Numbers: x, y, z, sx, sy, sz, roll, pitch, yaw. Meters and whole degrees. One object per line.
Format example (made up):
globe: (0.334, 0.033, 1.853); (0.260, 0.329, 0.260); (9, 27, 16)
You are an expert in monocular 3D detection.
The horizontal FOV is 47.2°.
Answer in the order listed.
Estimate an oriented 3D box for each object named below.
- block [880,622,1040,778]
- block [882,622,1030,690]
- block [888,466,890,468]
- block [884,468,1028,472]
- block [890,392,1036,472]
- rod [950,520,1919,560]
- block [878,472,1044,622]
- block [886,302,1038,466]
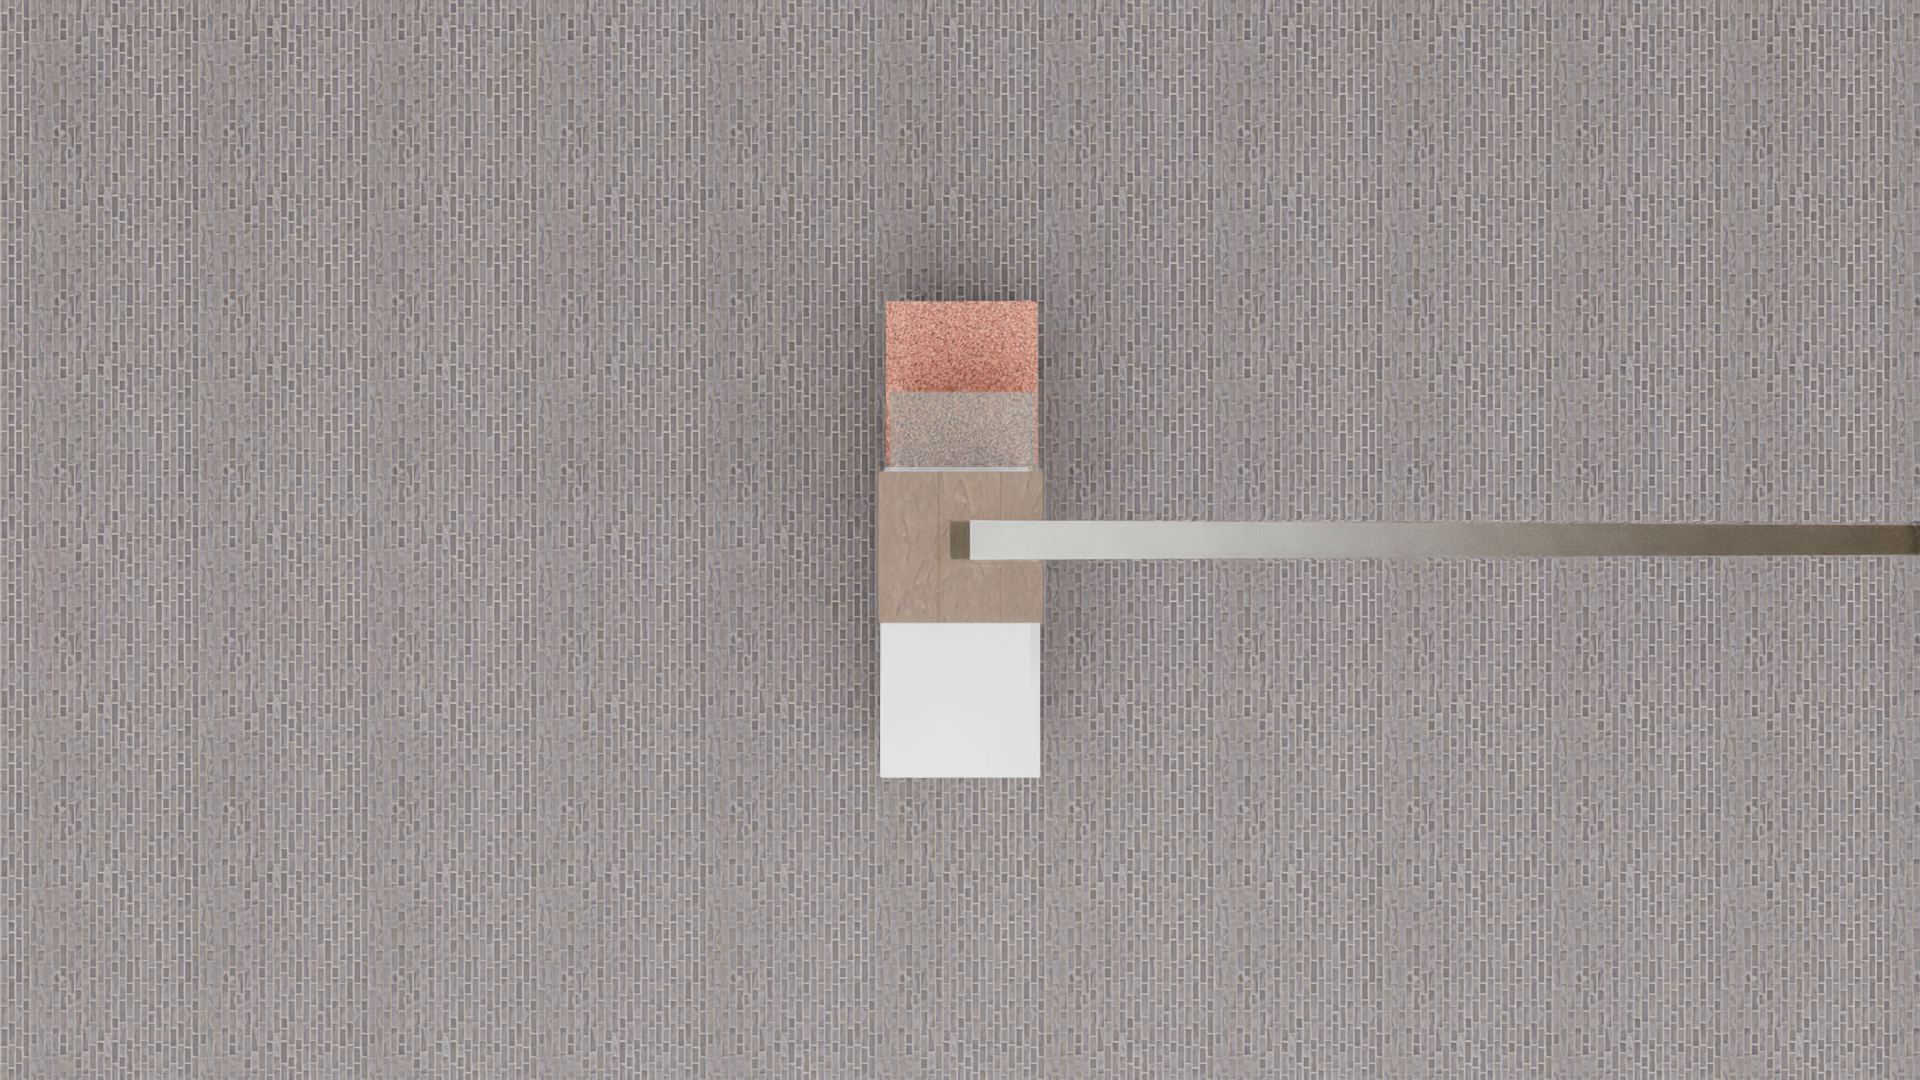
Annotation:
block: (0.002, 0.814, 12.570); (0.882, 0.860, 0.993); (0, 90, 0)
block: (-0.019, 0.372, 11.732); (0.766, 0.816, 0.794); (0, 90, 0)
block: (-0.013, -0.055, 12.658); (0.785, 0.684, 0.725); (0, 90, 0)
block: (-0.015, 0.015, 10.366); (0.659, 0.585, 0.702); (0, 91, 0)
block: (0.015, -0.398, 11.697); (0.751, 0.767, 0.734); (0, 91, 0)
rod: (2.234, 0.000, 5.832); (5.200, 0.080, 0.080); (0, 90, -31)
block: (0.003, 0.026, 9.137); (0.662, 0.594, 0.609); (0, 91, 0)
block: (0.011, -0.869, 12.540); (0.832, 0.920, 0.883); (0, 90, 0)
